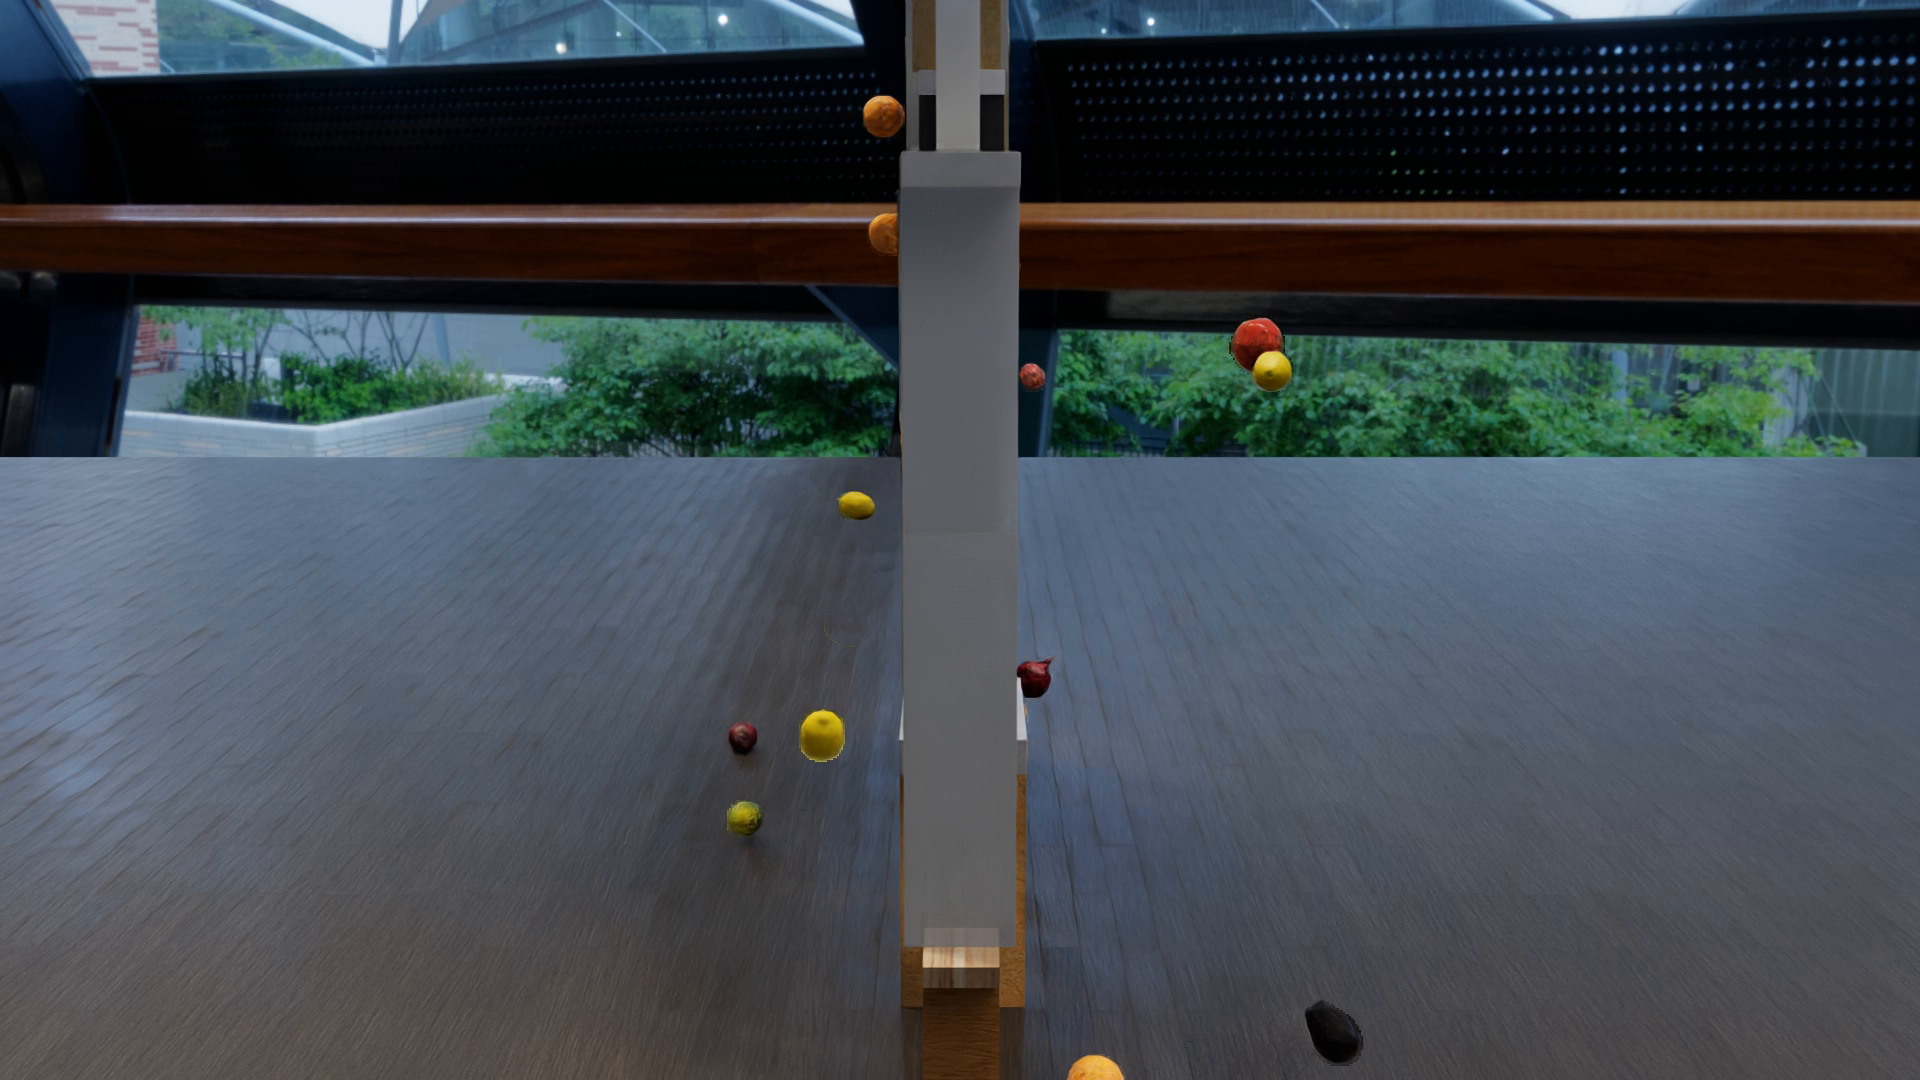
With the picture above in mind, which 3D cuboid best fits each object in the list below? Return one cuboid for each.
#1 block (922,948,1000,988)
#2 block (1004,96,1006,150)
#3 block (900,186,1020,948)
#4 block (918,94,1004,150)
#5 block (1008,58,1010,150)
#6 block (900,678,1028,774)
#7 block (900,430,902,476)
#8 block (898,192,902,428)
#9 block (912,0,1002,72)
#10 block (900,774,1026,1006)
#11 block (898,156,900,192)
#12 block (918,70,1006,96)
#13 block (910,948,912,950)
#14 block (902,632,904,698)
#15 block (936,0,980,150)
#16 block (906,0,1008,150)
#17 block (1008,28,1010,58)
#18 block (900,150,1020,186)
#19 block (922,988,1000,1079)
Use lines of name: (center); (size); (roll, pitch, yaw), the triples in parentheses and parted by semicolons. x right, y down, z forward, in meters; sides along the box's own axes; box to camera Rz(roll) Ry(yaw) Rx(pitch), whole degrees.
block: (0.002, 0.531, 2.851); (0.097, 0.027, 0.193); (0, 11, 0)
block: (0.006, -0.508, 3.091); (0.113, 0.226, 0.032); (0, 11, 1)
block: (0.000, 0.045, 2.754); (0.143, 0.964, 0.040); (0, 11, 0)
block: (0.002, -0.396, 2.958); (0.113, 0.397, 0.032); (0, 10, 0)
block: (0.002, -0.642, 3.679); (0.160, 0.320, 0.045); (0, 11, 0)
block: (0.004, 0.273, 3.267); (0.180, 0.051, 0.360); (0, 11, 0)
block: (-0.005, -0.149, 3.383); (0.171, 0.049, 0.343); (0, 11, -1)
block: (-0.004, -0.353, 3.364); (0.180, 0.360, 0.051); (0, 10, -1)
block: (-0.004, -0.863, 2.959); (0.120, 0.456, 0.034); (0, 10, 2)
block: (0.004, 0.497, 3.186); (0.180, 0.360, 0.051); (0, 11, 0)
block: (-0.003, -0.577, 3.447); (0.180, 0.051, 0.360); (0, 10, 0)
block: (0.005, -0.621, 2.993); (0.113, 0.032, 0.226); (0, 11, 1)
block: (-0.004, 0.206, 2.938); (0.129, 0.704, 0.037); (0, 11, 0)
block: (-0.001, 0.065, 3.306); (0.171, 0.343, 0.049); (0, 11, 0)
block: (-0.002, -0.618, 2.860); (0.057, 0.218, 0.016); (0, 11, 0)
block: (-0.004, -0.626, 3.161); (0.146, 0.433, 0.041); (0, 11, -1)
block: (0.002, -0.842, 3.748); (0.160, 0.045, 0.320); (0, 11, 0)
block: (0.001, -0.467, 2.756); (0.143, 0.040, 0.285); (0, 11, 0)
block: (0.002, 0.651, 2.808); (0.097, 0.193, 0.027); (0, 11, 0)
